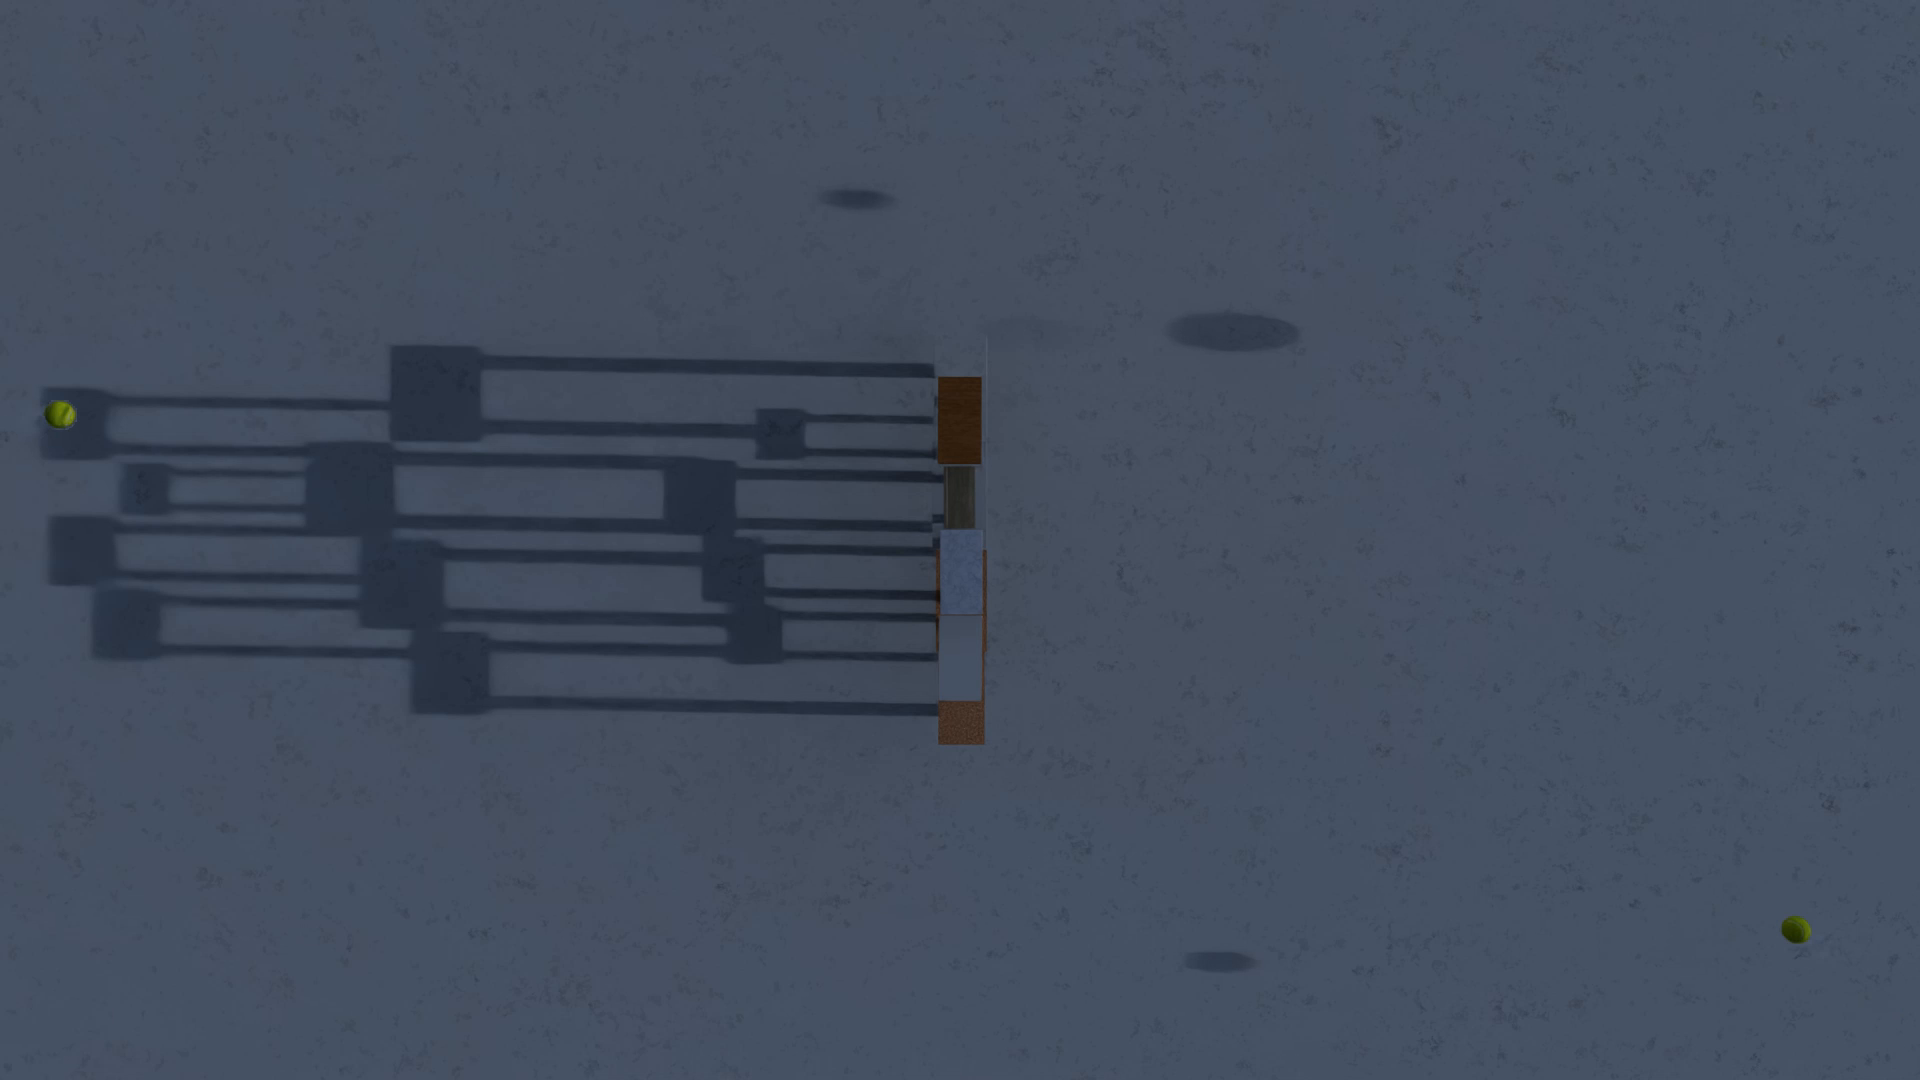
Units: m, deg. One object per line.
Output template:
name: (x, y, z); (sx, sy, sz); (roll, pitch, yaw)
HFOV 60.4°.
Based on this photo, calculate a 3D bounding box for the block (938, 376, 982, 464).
block: (-0.001, -0.333, 4.596); (0.120, 0.034, 0.240); (0, 90, 0)

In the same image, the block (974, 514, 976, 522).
block: (0.000, -0.062, 4.766); (0.087, 0.175, 0.025); (0, 90, 0)

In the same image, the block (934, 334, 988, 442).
block: (0.001, -0.456, 4.963); (0.160, 0.045, 0.319); (0, 90, 0)

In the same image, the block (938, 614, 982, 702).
block: (0.001, 0.331, 4.648); (0.120, 0.034, 0.240); (1, 90, 0)

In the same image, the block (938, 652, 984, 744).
block: (0.005, 0.476, 4.976); (0.139, 0.039, 0.278); (0, 90, 0)

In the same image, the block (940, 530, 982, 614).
block: (0.004, 0.090, 4.602); (0.117, 0.033, 0.235); (0, 90, 0)

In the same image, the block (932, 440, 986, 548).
block: (-0.003, -0.133, 4.876); (0.158, 0.045, 0.316); (0, 90, 0)

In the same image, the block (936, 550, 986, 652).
block: (0.005, 0.181, 4.926); (0.151, 0.043, 0.302); (0, 90, 0)

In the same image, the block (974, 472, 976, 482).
block: (-0.001, -0.178, 4.766); (0.087, 0.175, 0.025); (0, 90, 0)

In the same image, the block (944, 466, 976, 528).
block: (-0.002, -0.120, 4.667); (0.087, 0.025, 0.175); (0, 90, 0)
